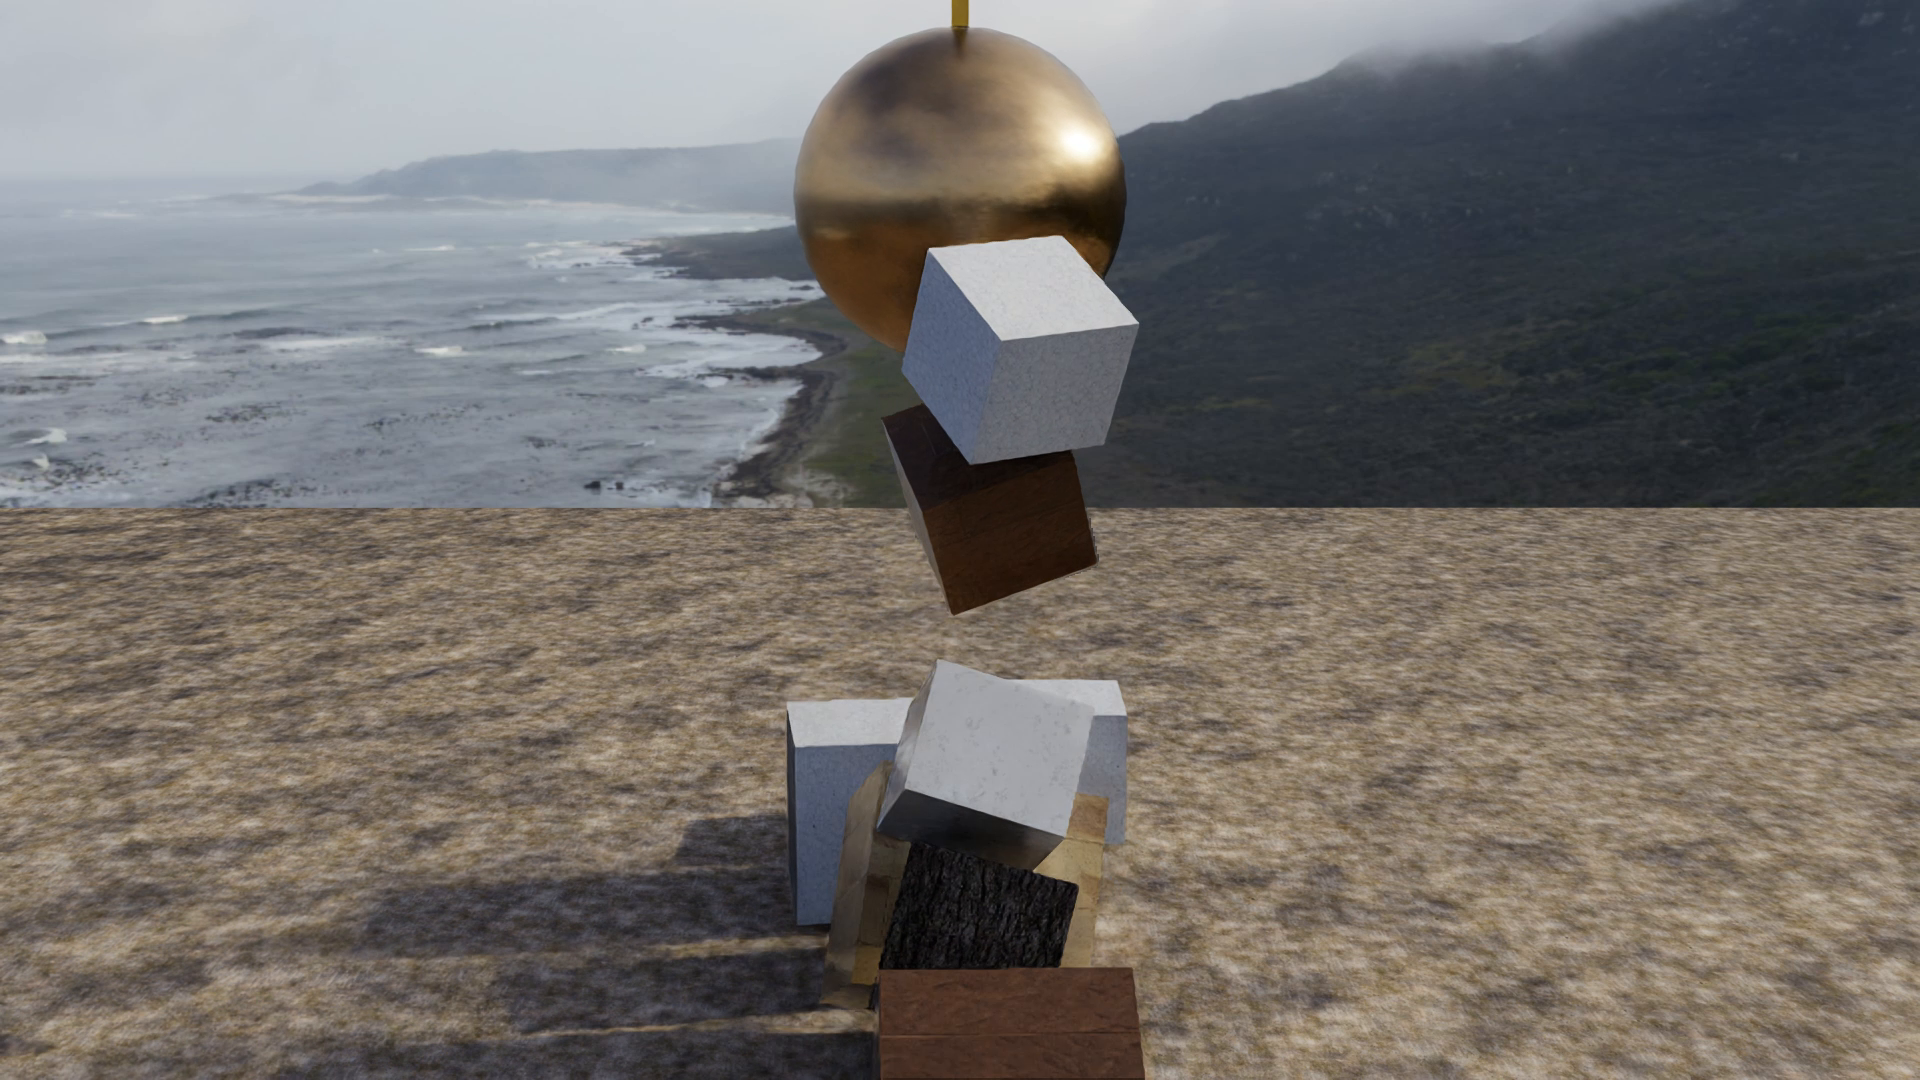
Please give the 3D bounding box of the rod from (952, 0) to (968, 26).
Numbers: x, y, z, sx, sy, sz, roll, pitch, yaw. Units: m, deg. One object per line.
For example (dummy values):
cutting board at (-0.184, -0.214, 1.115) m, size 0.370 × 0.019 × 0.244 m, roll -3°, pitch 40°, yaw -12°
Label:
rod at (0.000, -5.018, 10.125) m, size 0.080 × 5.200 × 0.080 m, roll 0°, pitch 7°, yaw 0°

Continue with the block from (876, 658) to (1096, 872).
block at (0.083, 0.818, 7.818) m, size 0.577 × 0.488 × 0.563 m, roll 17°, pitch -25°, yaw -5°

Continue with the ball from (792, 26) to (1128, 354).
ball at (0.000, -1.645, 10.551) m, size 1.600 × 1.600 × 1.600 m, roll 0°, pitch 10°, yaw 0°

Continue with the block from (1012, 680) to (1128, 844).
block at (0.474, 1.142, 11.407) m, size 0.723 × 0.671 × 0.727 m, roll 0°, pitch 10°, yaw 0°

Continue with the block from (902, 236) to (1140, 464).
block at (0.225, -0.756, 8.655) m, size 0.612 × 0.586 × 0.627 m, roll -10°, pitch 44°, yaw -27°

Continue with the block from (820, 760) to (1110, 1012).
block at (0.001, 1.386, 8.396) m, size 0.859 × 0.813 × 0.856 m, roll 11°, pitch -18°, yaw -8°

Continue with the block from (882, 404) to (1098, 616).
block at (0.123, -0.204, 9.147) m, size 0.643 × 0.612 × 0.621 m, roll -20°, pitch 44°, yaw -4°

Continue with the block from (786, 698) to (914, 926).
block at (-0.321, 1.248, 10.329) m, size 0.938 × 0.823 × 0.898 m, roll -1°, pitch 9°, yaw -7°

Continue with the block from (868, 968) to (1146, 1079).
block at (0.117, 1.743, 6.307) m, size 0.724 × 0.835 × 0.689 m, roll 0°, pitch 50°, yaw -5°

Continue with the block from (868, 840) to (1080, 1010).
block at (0.044, 1.388, 7.529) m, size 0.578 × 0.571 × 0.512 m, roll 15°, pitch -9°, yaw 2°
